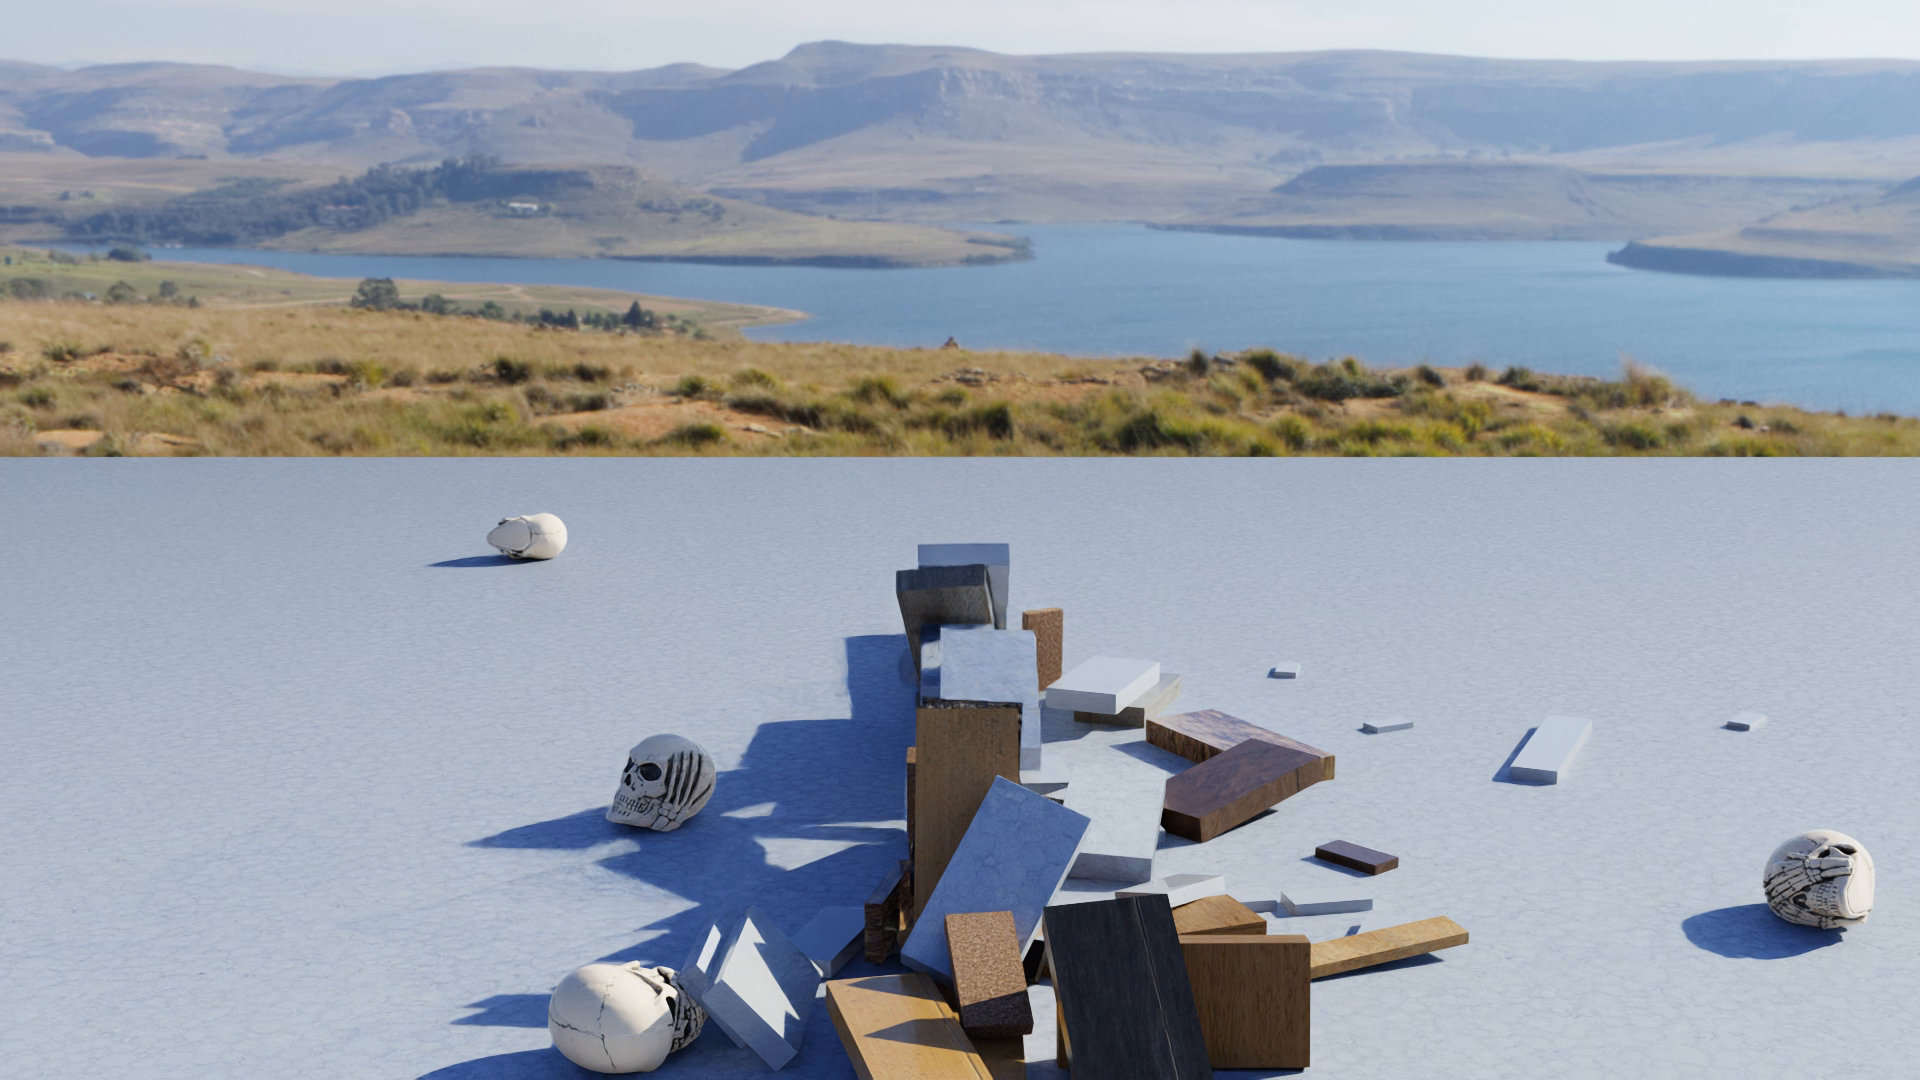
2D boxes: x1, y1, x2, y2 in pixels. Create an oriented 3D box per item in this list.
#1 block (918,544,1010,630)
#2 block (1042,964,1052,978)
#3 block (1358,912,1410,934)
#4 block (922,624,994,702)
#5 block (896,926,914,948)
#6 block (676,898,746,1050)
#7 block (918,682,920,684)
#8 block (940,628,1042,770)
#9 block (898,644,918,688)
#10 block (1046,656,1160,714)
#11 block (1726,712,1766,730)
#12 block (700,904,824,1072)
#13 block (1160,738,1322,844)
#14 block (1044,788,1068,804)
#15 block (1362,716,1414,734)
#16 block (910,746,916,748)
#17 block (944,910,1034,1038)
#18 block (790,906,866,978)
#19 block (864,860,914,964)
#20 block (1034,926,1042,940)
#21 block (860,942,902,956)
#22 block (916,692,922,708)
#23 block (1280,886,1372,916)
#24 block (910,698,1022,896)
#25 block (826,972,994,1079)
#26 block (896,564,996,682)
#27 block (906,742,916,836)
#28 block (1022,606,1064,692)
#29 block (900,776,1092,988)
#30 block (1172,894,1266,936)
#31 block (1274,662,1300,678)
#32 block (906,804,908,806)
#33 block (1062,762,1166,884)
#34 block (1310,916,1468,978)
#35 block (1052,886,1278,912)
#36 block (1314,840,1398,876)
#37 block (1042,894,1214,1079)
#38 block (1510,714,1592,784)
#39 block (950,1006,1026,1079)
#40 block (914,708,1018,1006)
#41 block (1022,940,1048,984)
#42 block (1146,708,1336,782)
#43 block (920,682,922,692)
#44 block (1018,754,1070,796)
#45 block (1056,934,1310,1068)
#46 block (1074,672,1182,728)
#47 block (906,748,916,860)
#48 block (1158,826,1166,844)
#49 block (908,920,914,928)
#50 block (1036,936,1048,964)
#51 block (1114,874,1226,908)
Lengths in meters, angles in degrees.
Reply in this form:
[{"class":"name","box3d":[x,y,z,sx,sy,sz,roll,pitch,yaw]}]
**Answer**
[{"class":"block","box3d":[0.004,0.142,4.316,0.173,0.395,0.049,0,54,-1]},{"class":"block","box3d":[0.140,0.643,3.334,0.149,0.018,0.063,7,13,35]},{"class":"block","box3d":[0.663,0.620,3.455,0.067,0.019,0.134,4,11,20]},{"class":"block","box3d":[-0.002,0.230,4.096,0.140,0.040,0.280,0,22,-1]},{"class":"block","box3d":[-0.028,0.621,3.216,0.076,0.022,0.152,-16,41,-19]},{"class":"block","box3d":[-0.327,0.620,3.170,0.037,0.131,0.272,-41,6,9]},{"class":"block","box3d":[-0.024,0.321,4.840,0.120,0.034,0.239,-1,10,-5]},{"class":"block","box3d":[0.051,0.279,3.890,0.173,0.049,0.346,1,33,-1]},{"class":"block","box3d":[-0.107,0.275,5.104,0.026,0.093,0.186,24,7,-10]},{"class":"block","box3d":[0.314,0.314,4.790,0.156,0.044,0.312,4,11,22]},{"class":"block","box3d":[1.687,0.389,4.715,0.049,0.014,0.097,9,14,39]},{"class":"block","box3d":[-0.276,0.628,3.105,0.041,0.145,0.290,-44,5,10]},{"class":"block","box3d":[0.497,0.462,4.089,0.340,0.048,0.170,-20,21,-39]},{"class":"block","box3d":[0.242,0.484,4.121,0.095,0.027,0.190,7,8,32]},{"class":"block","box3d":[0.912,0.394,4.684,0.097,0.014,0.049,-6,12,-28]},{"class":"block","box3d":[0.001,0.422,3.653,0.162,0.046,0.323,1,-26,0]},{"class":"block","box3d":[0.038,0.597,3.030,0.095,0.027,0.190,-2,42,-9]},{"class":"block","box3d":[-0.202,0.619,3.393,0.095,0.027,0.190,2,15,22]},{"class":"block","box3d":[-0.108,0.574,3.413,0.027,0.095,0.190,3,13,14]},{"class":"block","box3d":[0.135,0.623,3.454,0.046,0.013,0.093,5,12,26]},{"class":"block","box3d":[-0.135,0.628,3.430,0.046,0.013,0.093,-8,13,-38]},{"class":"block","box3d":[-0.007,0.408,4.038,0.140,0.040,0.280,-1,55,-4]},{"class":"block","box3d":[0.601,0.591,3.609,0.134,0.019,0.067,-2,11,-12]},{"class":"block","box3d":[0.011,0.390,3.334,0.153,0.307,0.043,2,-31,2]},{"class":"block","box3d":[-0.056,0.675,2.835,0.145,0.041,0.507,-3,11,-14]},{"class":"block","box3d":[-0.019,0.165,4.267,0.167,0.334,0.047,-5,55,5]},{"class":"block","box3d":[0.001,0.434,3.786,0.173,0.049,0.346,2,-26,-3]},{"class":"block","box3d":[0.185,0.250,4.984,0.093,0.186,0.026,-7,15,-29]},{"class":"block","box3d":[0.054,0.504,3.164,0.153,0.307,0.043,24,-28,13]},{"class":"block","box3d":[0.334,0.611,3.454,0.263,0.037,0.131,-4,11,-21]},{"class":"block","box3d":[0.769,0.305,5.164,0.049,0.014,0.097,3,11,14]},{"class":"block","box3d":[-0.002,0.475,3.658,0.162,0.046,0.323,0,-26,1]},{"class":"block","box3d":[0.265,0.495,3.876,0.170,0.048,0.340,4,21,8]},{"class":"block","box3d":[0.593,0.627,3.342,0.380,0.019,0.067,-8,16,-21]},{"class":"block","box3d":[0.329,0.596,3.586,0.370,0.018,0.065,-2,11,-10]},{"class":"block","box3d":[0.690,0.552,3.824,0.065,0.018,0.130,-9,14,-41]},{"class":"block","box3d":[0.218,0.619,2.850,0.170,0.048,0.340,-5,45,-6]},{"class":"block","box3d":[1.210,0.424,4.491,0.091,0.026,0.427,5,12,24]},{"class":"block","box3d":[0.000,0.706,2.913,0.170,0.048,0.340,0,11,0]},{"class":"block","box3d":[0.011,0.473,3.233,0.153,0.481,0.043,0,-31,0]},{"class":"block","box3d":[0.067,0.627,3.315,0.125,0.018,0.063,5,55,26]},{"class":"block","box3d":[0.561,0.421,4.447,0.170,0.048,0.407,-6,12,-29]},{"class":"block","box3d":[0.003,0.295,4.498,0.167,0.047,0.653,0,10,-2]},{"class":"block","box3d":[0.160,0.460,4.296,0.095,0.027,0.190,-1,11,-3]},{"class":"block","box3d":[0.303,0.627,2.990,0.340,0.170,0.048,0,3,-1]},{"class":"block","box3d":[0.373,0.348,4.853,0.156,0.044,0.312,4,11,20]},{"class":"block","box3d":[0.000,0.464,3.505,0.162,0.323,0.046,0,38,1]},{"class":"block","box3d":[0.259,0.521,3.928,0.190,0.027,0.095,-4,20,-21]},{"class":"block","box3d":[-0.052,0.618,3.476,0.113,0.016,0.057,2,11,13]},{"class":"block","box3d":[0.169,0.626,3.330,0.125,0.018,0.063,4,11,20]},{"class":"block","box3d":[0.340,0.567,3.547,0.091,0.026,0.182,-5,-1,39]}]
